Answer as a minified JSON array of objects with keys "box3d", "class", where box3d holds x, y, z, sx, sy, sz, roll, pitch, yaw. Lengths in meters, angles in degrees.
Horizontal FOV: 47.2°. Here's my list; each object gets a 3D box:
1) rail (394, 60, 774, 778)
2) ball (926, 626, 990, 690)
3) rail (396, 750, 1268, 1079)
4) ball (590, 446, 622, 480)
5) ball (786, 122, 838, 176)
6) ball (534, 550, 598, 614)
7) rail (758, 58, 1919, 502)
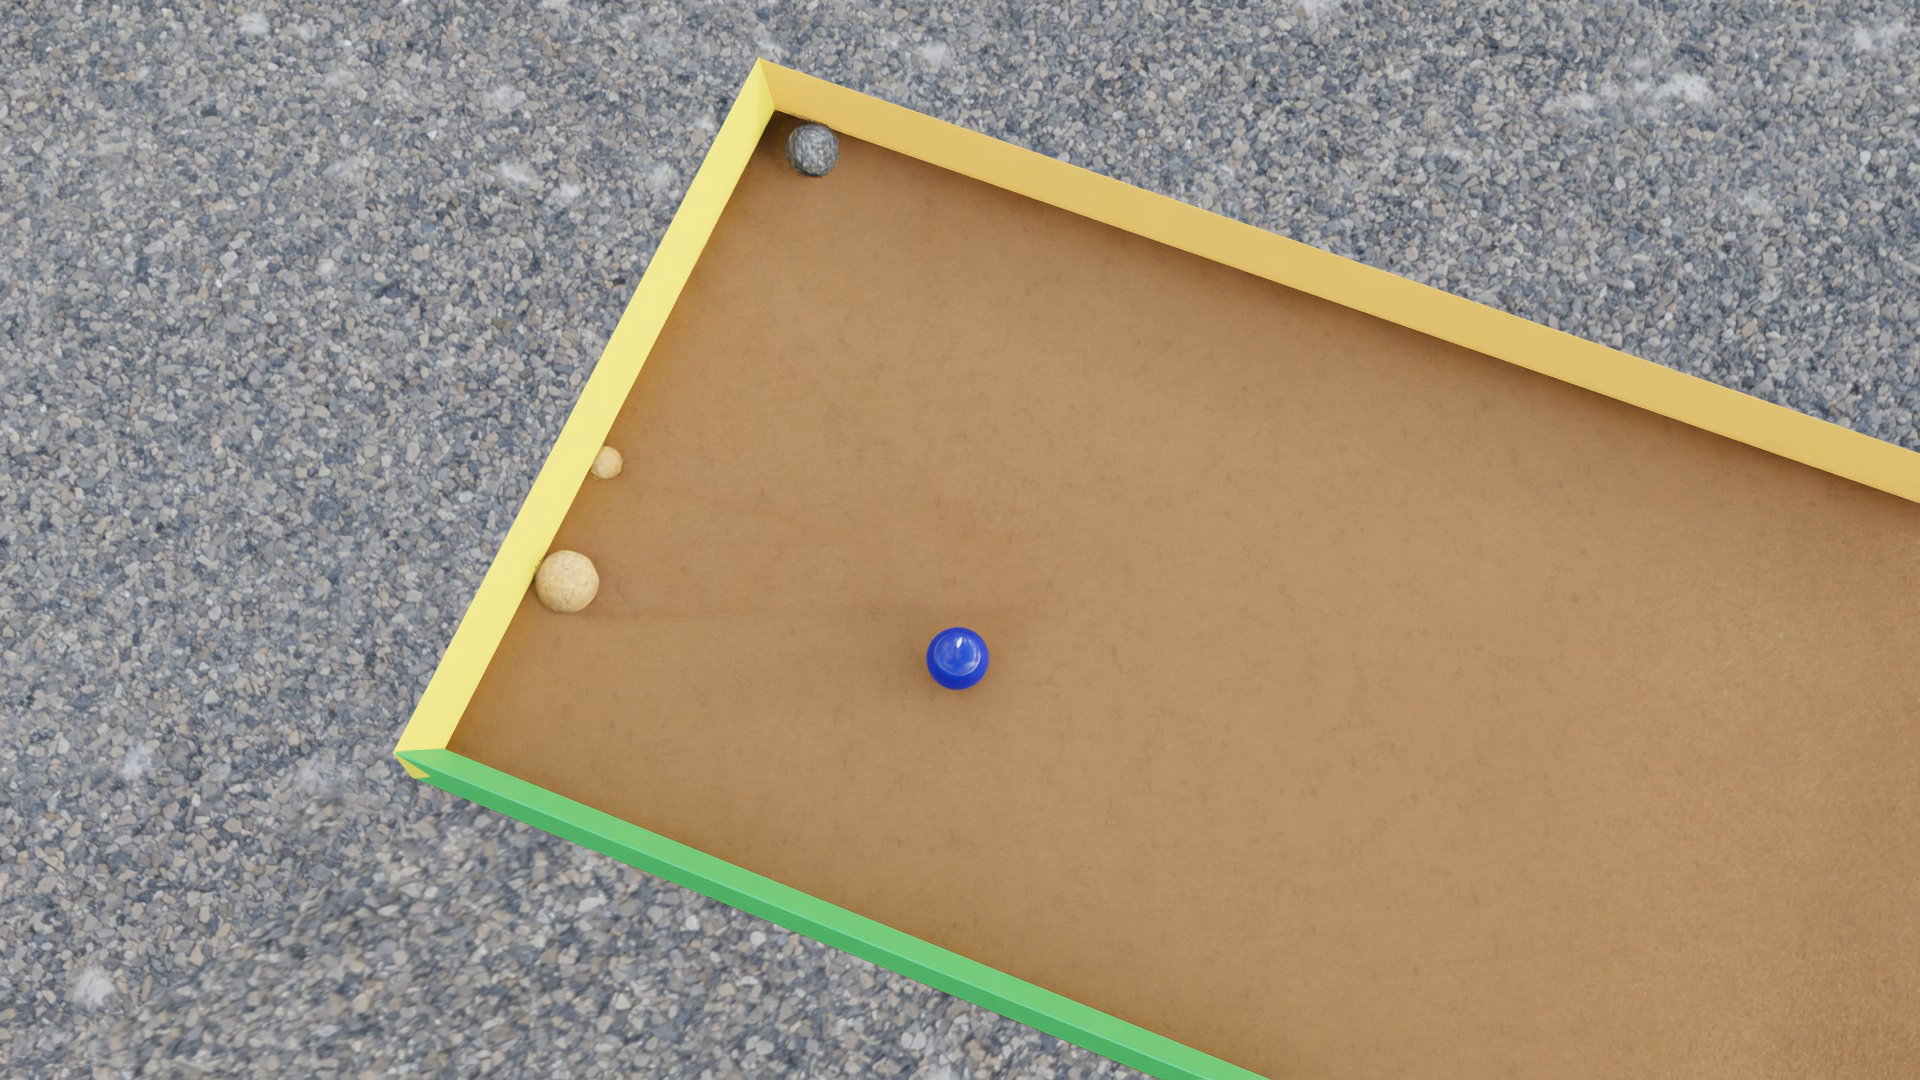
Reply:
[{"box3d":[-0.574,-0.222,3.576,0.045,0.129,1.339,20,68,8],"class":"rail"},{"box3d":[-0.004,0.184,3.420,0.099,0.099,0.099,0,67,0],"class":"ball"},{"box3d":[0.354,0.763,3.157,2.569,0.129,0.045,20,68,8],"class":"rail"},{"box3d":[-0.576,-0.126,3.577,0.054,0.054,0.054,0,67,0],"class":"ball"},{"box3d":[-0.256,-0.672,3.790,0.091,0.091,0.091,0,67,0],"class":"ball"},{"box3d":[-0.621,0.066,3.471,0.100,0.100,0.100,0,67,0],"class":"ball"},{"box3d":[0.837,-0.340,3.626,2.569,0.129,0.045,20,68,8],"class":"rail"}]
